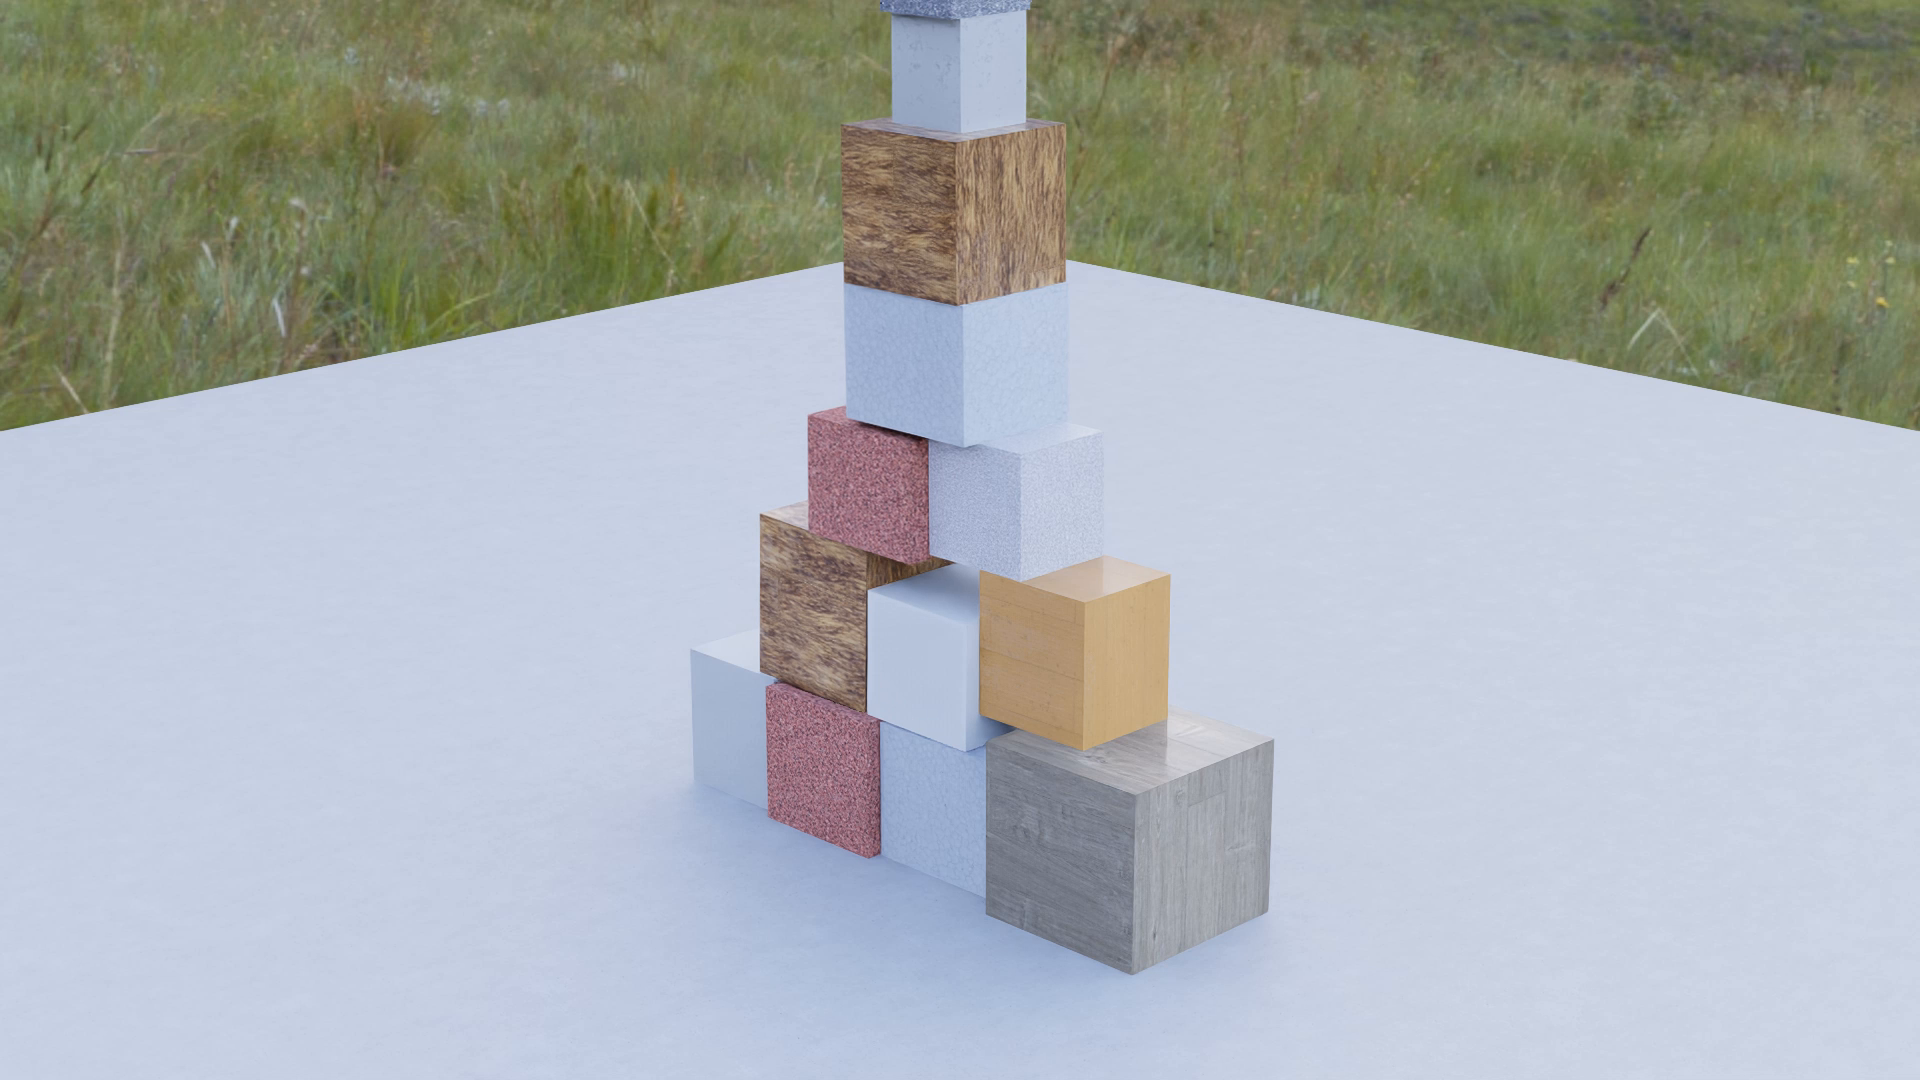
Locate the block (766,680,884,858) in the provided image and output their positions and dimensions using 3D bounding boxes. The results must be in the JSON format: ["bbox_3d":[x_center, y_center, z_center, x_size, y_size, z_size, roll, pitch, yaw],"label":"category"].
[{"bbox_3d":[-0.385,1.001,14.042,0.822,0.671,0.701,-17,24,-42],"label":"block"}]

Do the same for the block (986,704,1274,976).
[{"bbox_3d":[0.745,1.267,12.934,0.912,0.826,0.872,-17,24,-42],"label":"block"}]

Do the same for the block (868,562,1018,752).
[{"bbox_3d":[0.043,0.517,13.465,0.681,0.606,0.641,-17,25,-42],"label":"block"}]

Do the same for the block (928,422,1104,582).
[{"bbox_3d":[0.249,-0.207,13.033,0.569,0.574,0.529,16,23,43],"label":"block"}]

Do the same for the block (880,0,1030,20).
[{"bbox_3d":[-0.022,-2.509,12.569,0.438,0.470,0.481,16,24,43],"label":"block"}]

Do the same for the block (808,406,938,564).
[{"bbox_3d":[-0.210,-0.304,13.452,0.676,0.562,0.704,17,24,42],"label":"block"}]

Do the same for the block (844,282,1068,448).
[{"bbox_3d":[-0.015,-0.845,13.075,0.663,0.625,0.748,-17,23,-42],"label":"block"}]

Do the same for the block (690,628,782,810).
[{"bbox_3d":[-0.854,0.850,14.491,0.709,0.689,0.613,-17,24,-42],"label":"block"}]

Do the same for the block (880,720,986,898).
[{"bbox_3d":[0.164,1.163,13.544,0.708,0.661,0.796,-17,24,-42],"label":"block"}]

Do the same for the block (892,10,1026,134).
[{"bbox_3d":[-0.005,-2.055,12.725,0.401,0.489,0.422,-17,24,-42],"label":"block"}]

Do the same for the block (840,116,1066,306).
[{"bbox_3d":[-0.026,-1.477,12.876,0.682,0.702,0.708,-17,23,-42],"label":"block"}]

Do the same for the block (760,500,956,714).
[{"bbox_3d":[-0.447,0.266,13.896,0.691,0.797,0.734,-17,26,-42],"label":"block"}]

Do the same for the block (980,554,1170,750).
[{"bbox_3d":[0.505,0.464,12.983,0.555,0.677,0.631,-17,24,-42],"label":"block"}]
